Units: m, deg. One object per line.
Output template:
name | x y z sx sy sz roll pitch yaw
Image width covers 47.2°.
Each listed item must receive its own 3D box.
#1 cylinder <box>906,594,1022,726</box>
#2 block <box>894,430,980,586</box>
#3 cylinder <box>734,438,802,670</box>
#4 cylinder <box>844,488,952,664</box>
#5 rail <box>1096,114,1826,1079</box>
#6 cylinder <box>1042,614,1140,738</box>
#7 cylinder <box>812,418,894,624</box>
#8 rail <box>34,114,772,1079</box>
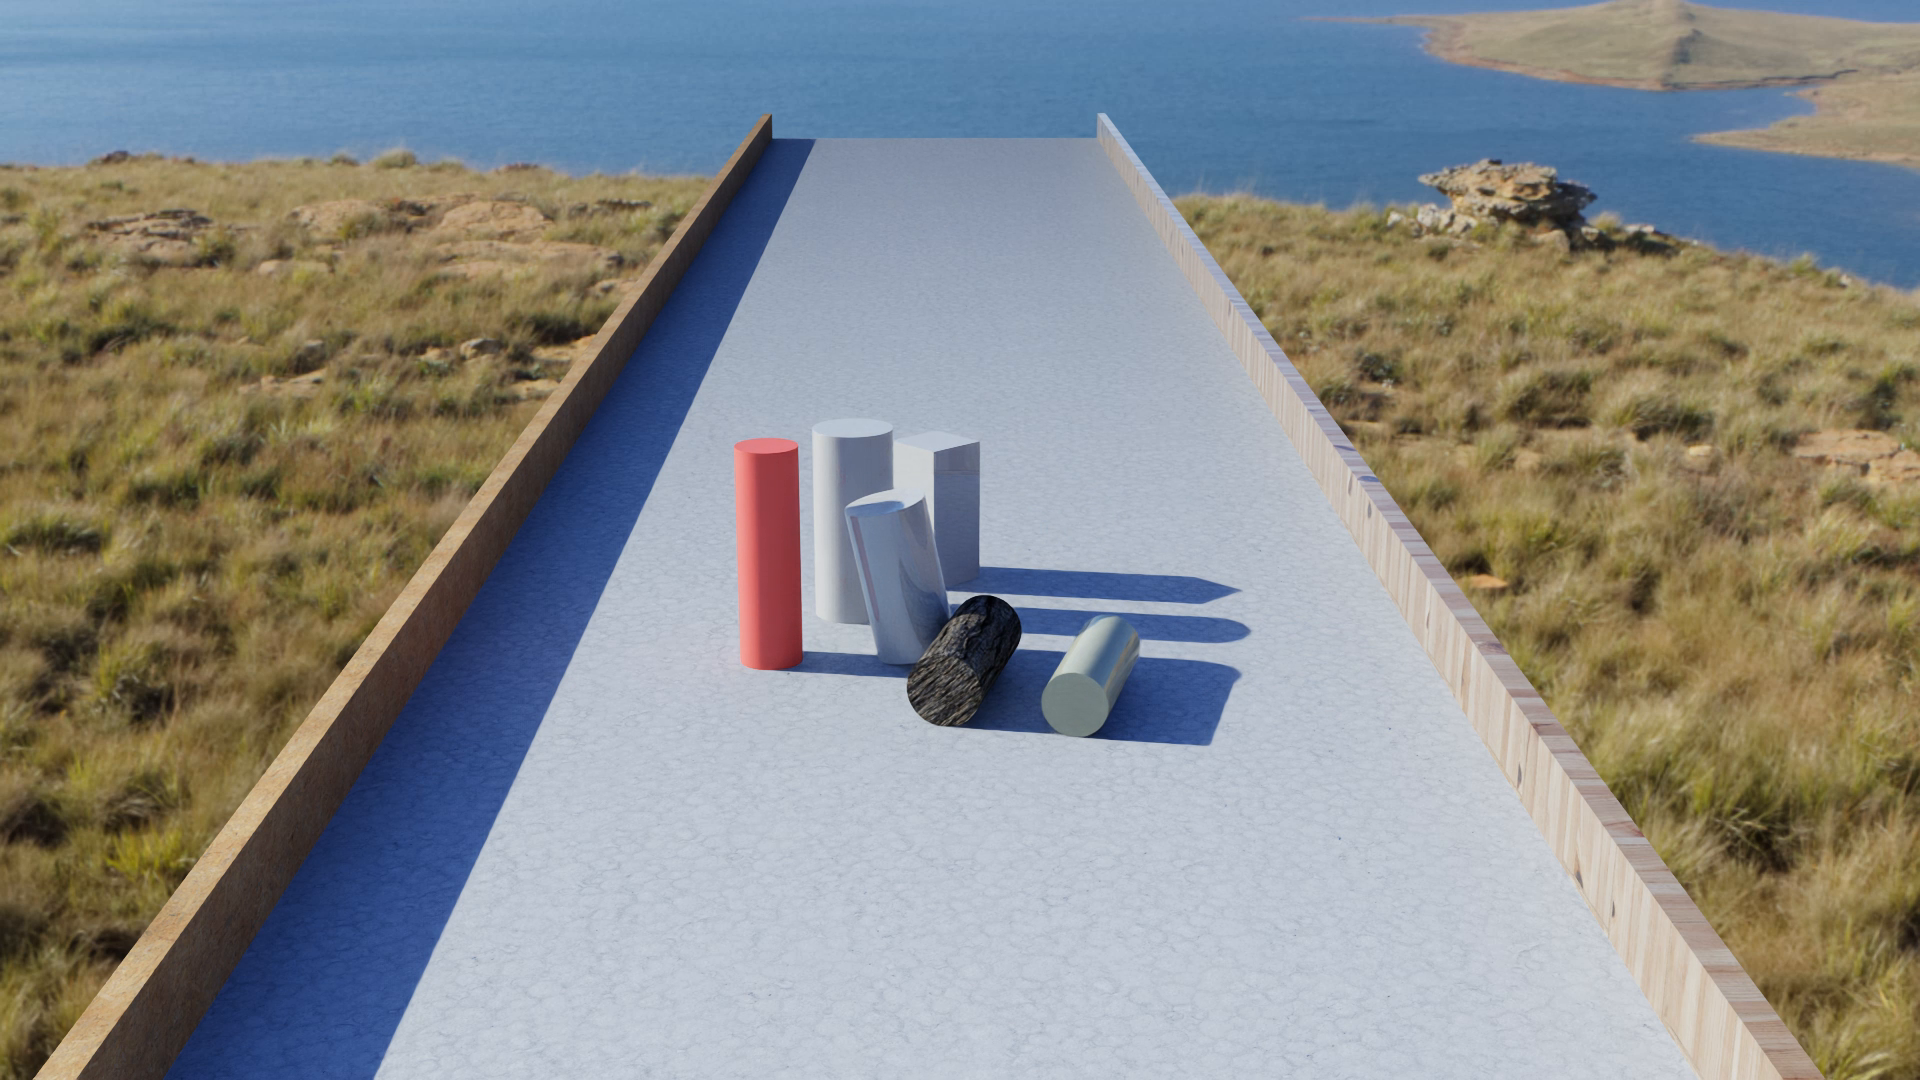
cylinder | 0.012 0.227 4.216 0.141 0.141 0.364 4 17 13
block | -0.055 -0.068 4.901 0.140 0.315 0.140 -15 22 -41
cylinder | -0.378 0.028 4.355 0.125 0.443 0.125 0 17 0
cylinder | -0.118 0.072 4.390 0.163 0.313 0.163 -11 17 3
rail | 0.932 -0.844 7.801 0.050 0.150 12.000 0 17 -1
cylinder | 0.251 0.253 4.158 0.125 0.125 0.342 4 17 14
cylinder | -0.224 -0.041 4.655 0.171 0.404 0.171 0 17 0
rail | -1.118 -0.838 7.780 0.050 0.150 12.000 0 17 -1
